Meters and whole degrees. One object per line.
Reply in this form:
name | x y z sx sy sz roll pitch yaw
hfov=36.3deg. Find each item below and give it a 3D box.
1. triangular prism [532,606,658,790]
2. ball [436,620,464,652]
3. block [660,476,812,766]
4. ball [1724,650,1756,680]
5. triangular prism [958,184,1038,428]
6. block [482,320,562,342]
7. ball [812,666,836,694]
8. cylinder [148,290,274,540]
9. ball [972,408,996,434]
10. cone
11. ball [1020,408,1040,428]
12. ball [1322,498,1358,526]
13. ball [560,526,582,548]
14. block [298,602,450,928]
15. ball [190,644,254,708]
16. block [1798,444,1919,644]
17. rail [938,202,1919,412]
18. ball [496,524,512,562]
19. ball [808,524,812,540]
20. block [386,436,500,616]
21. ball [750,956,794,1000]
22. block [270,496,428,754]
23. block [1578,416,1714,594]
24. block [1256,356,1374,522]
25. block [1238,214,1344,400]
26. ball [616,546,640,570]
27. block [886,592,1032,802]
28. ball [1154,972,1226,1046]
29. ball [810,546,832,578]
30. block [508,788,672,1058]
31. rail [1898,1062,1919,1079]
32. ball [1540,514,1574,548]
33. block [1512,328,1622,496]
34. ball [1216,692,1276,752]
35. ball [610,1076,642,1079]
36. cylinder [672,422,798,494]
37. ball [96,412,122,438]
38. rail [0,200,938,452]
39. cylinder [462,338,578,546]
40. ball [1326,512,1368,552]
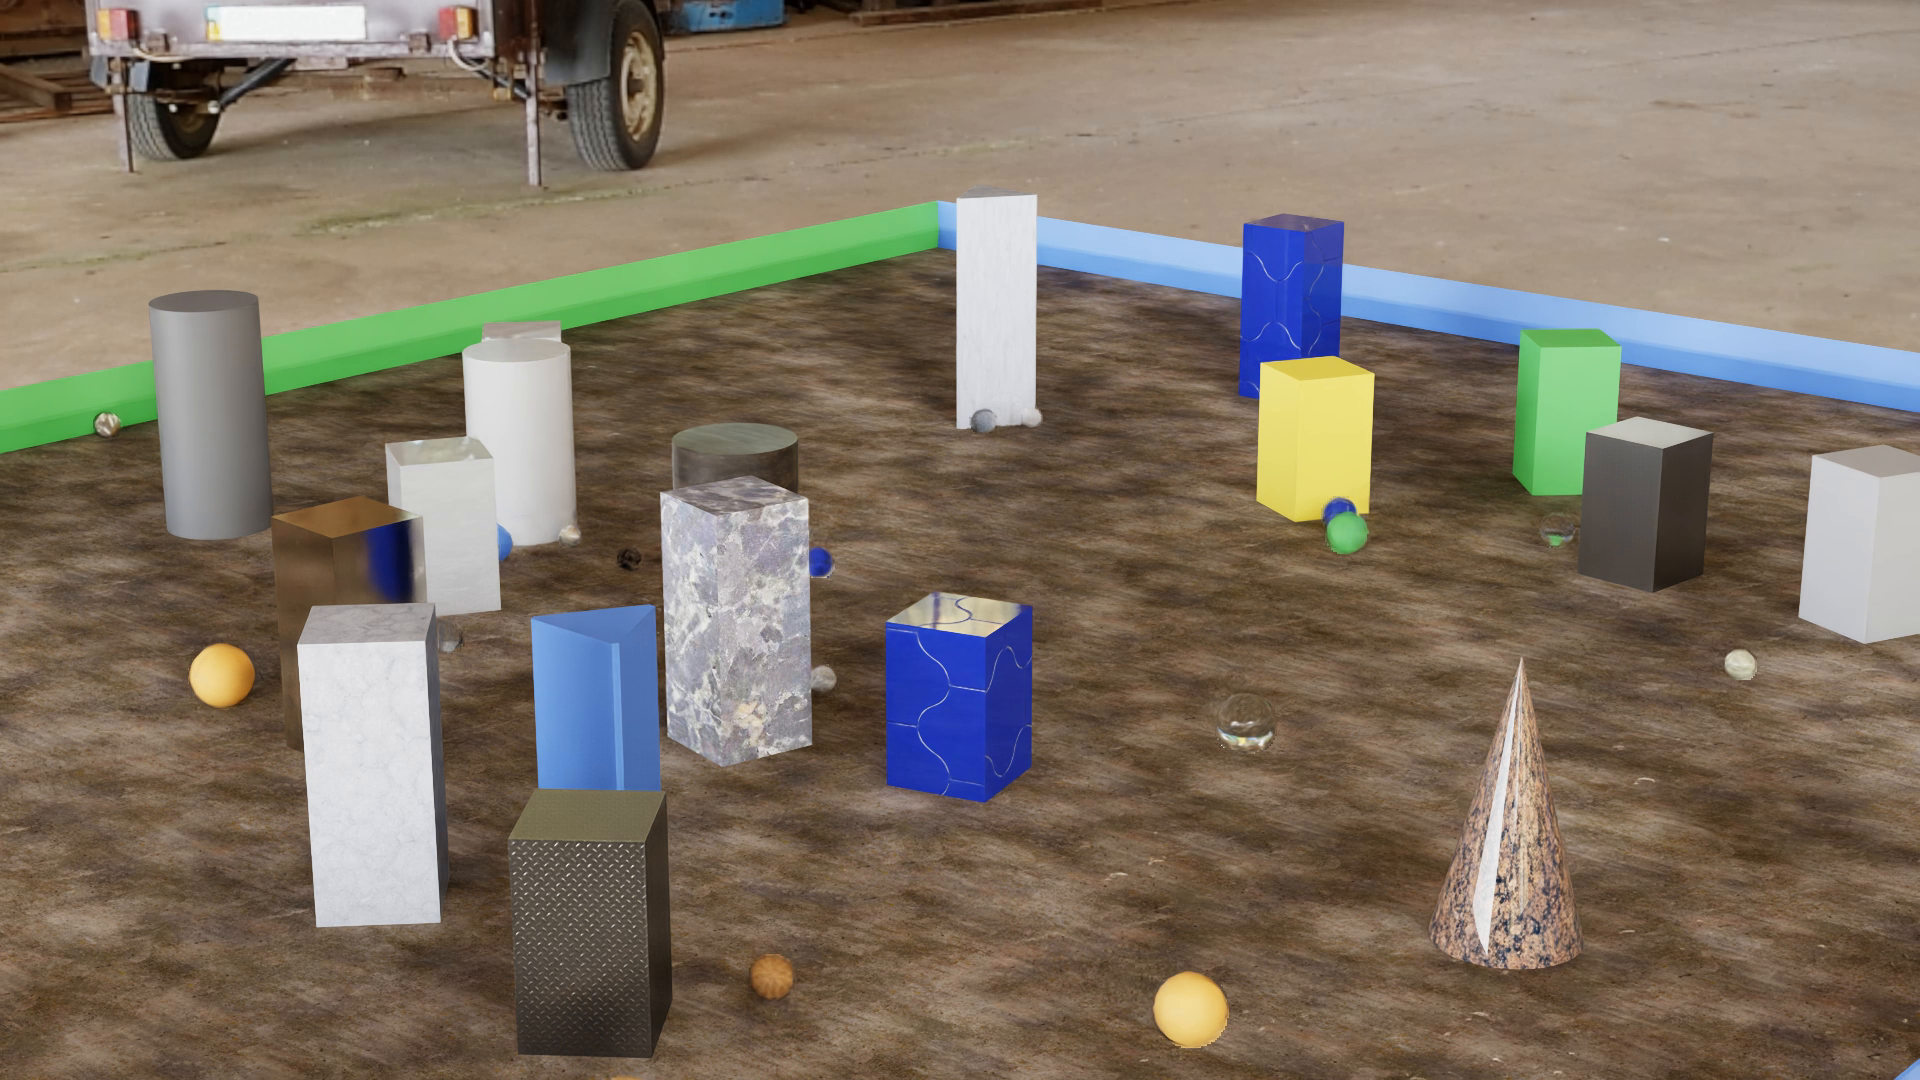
triangular prism | -0.479 0.251 4.101 0.172 0.300 0.149 14 22 39
ball | -0.844 0.159 4.834 0.052 0.052 0.052 0 17 0
block | -0.334 0.119 4.389 0.159 0.387 0.159 -12 20 -34
ball | 1.252 0.199 4.709 0.048 0.048 0.048 0 17 0
triangular prism | 0.059 -0.501 6.260 0.172 0.494 0.149 -5 17 -15
block | -0.897 -0.309 6.039 0.159 0.254 0.159 -2 17 -7
ball | -0.218 0.221 4.645 0.043 0.043 0.043 0 17 0
cylinder | -1.399 -0.236 5.487 0.198 0.432 0.198 0 17 0
ball | 0.051 -0.252 6.198 0.053 0.053 0.053 0 17 0
cone | 0.701 0.326 3.710 0.198 0.381 0.198 0 17 0
ball | 0.150 -0.261 6.247 0.043 0.043 0.043 0 17 0
ball | 0.713 -0.047 5.498 0.065 0.065 0.065 0 17 0
ball | -0.717 -0.006 5.402 0.041 0.041 0.041 0 17 0
block | -0.760 0.291 3.819 0.159 0.385 0.159 -1 17 -5
ball | -1.152 0.212 4.579 0.099 0.099 0.099 0 17 0
block | 1.541 0.005 4.941 0.159 0.287 0.159 -8 19 -25
rail | 1.520 -0.473 6.796 4.233 0.129 0.045 14 22 39
ball | -0.847 0.006 5.310 0.072 0.072 0.072 0 17 0
ball | -0.302 -0.013 5.390 0.062 0.062 0.062 0 17 0
block | -0.892 -0.023 5.062 0.159 0.271 0.159 -6 18 -19
ball | -0.230 0.535 3.585 0.054 0.054 0.054 0 17 0
block | -0.904 0.138 4.372 0.159 0.360 0.159 16 23 42
block | 1.218 -0.065 5.213 0.159 0.262 0.159 -15 23 -42
block | 0.680 -0.196 5.626 0.159 0.275 0.159 -7 18 -21
block | 0.732 -0.510 6.477 0.159 0.387 0.159 13 21 37
ball | -0.596 0.032 5.271 0.044 0.044 0.044 0 17 0
block | 0.000 0.226 4.268 0.159 0.251 0.159 8 19 25
ball | 0.272 0.554 3.465 0.086 0.086 0.086 0 17 0
ball | -0.254 0.039 5.229 0.054 0.054 0.054 0 17 0
block | -0.435 0.453 3.478 0.159 0.273 0.159 1 17 3
rail | 1.580 0.428 3.806 0.045 0.129 4.684 14 22 39
ball | 1.101 -0.018 5.405 0.063 0.063 0.063 0 17 0
block | 1.195 -0.253 5.781 0.159 0.297 0.159 -1 17 -3
ball | 0.428 0.274 4.390 0.089 0.089 0.089 0 17 0
ball | -0.369 0.629 3.235 0.075 0.075 0.075 0 17 0
cylinder | -0.354 0.030 4.665 0.198 0.397 0.198 0 17 0
ball | -1.791 -0.243 6.168 0.053 0.053 0.053 0 17 0
rail | -1.580 -0.364 6.434 0.045 0.129 4.684 14 22 39
cylinder | -0.819 -0.184 5.464 0.198 0.347 0.198 0 17 0
ball | 0.709 -0.014 5.369 0.075 0.075 0.075 0 17 0
